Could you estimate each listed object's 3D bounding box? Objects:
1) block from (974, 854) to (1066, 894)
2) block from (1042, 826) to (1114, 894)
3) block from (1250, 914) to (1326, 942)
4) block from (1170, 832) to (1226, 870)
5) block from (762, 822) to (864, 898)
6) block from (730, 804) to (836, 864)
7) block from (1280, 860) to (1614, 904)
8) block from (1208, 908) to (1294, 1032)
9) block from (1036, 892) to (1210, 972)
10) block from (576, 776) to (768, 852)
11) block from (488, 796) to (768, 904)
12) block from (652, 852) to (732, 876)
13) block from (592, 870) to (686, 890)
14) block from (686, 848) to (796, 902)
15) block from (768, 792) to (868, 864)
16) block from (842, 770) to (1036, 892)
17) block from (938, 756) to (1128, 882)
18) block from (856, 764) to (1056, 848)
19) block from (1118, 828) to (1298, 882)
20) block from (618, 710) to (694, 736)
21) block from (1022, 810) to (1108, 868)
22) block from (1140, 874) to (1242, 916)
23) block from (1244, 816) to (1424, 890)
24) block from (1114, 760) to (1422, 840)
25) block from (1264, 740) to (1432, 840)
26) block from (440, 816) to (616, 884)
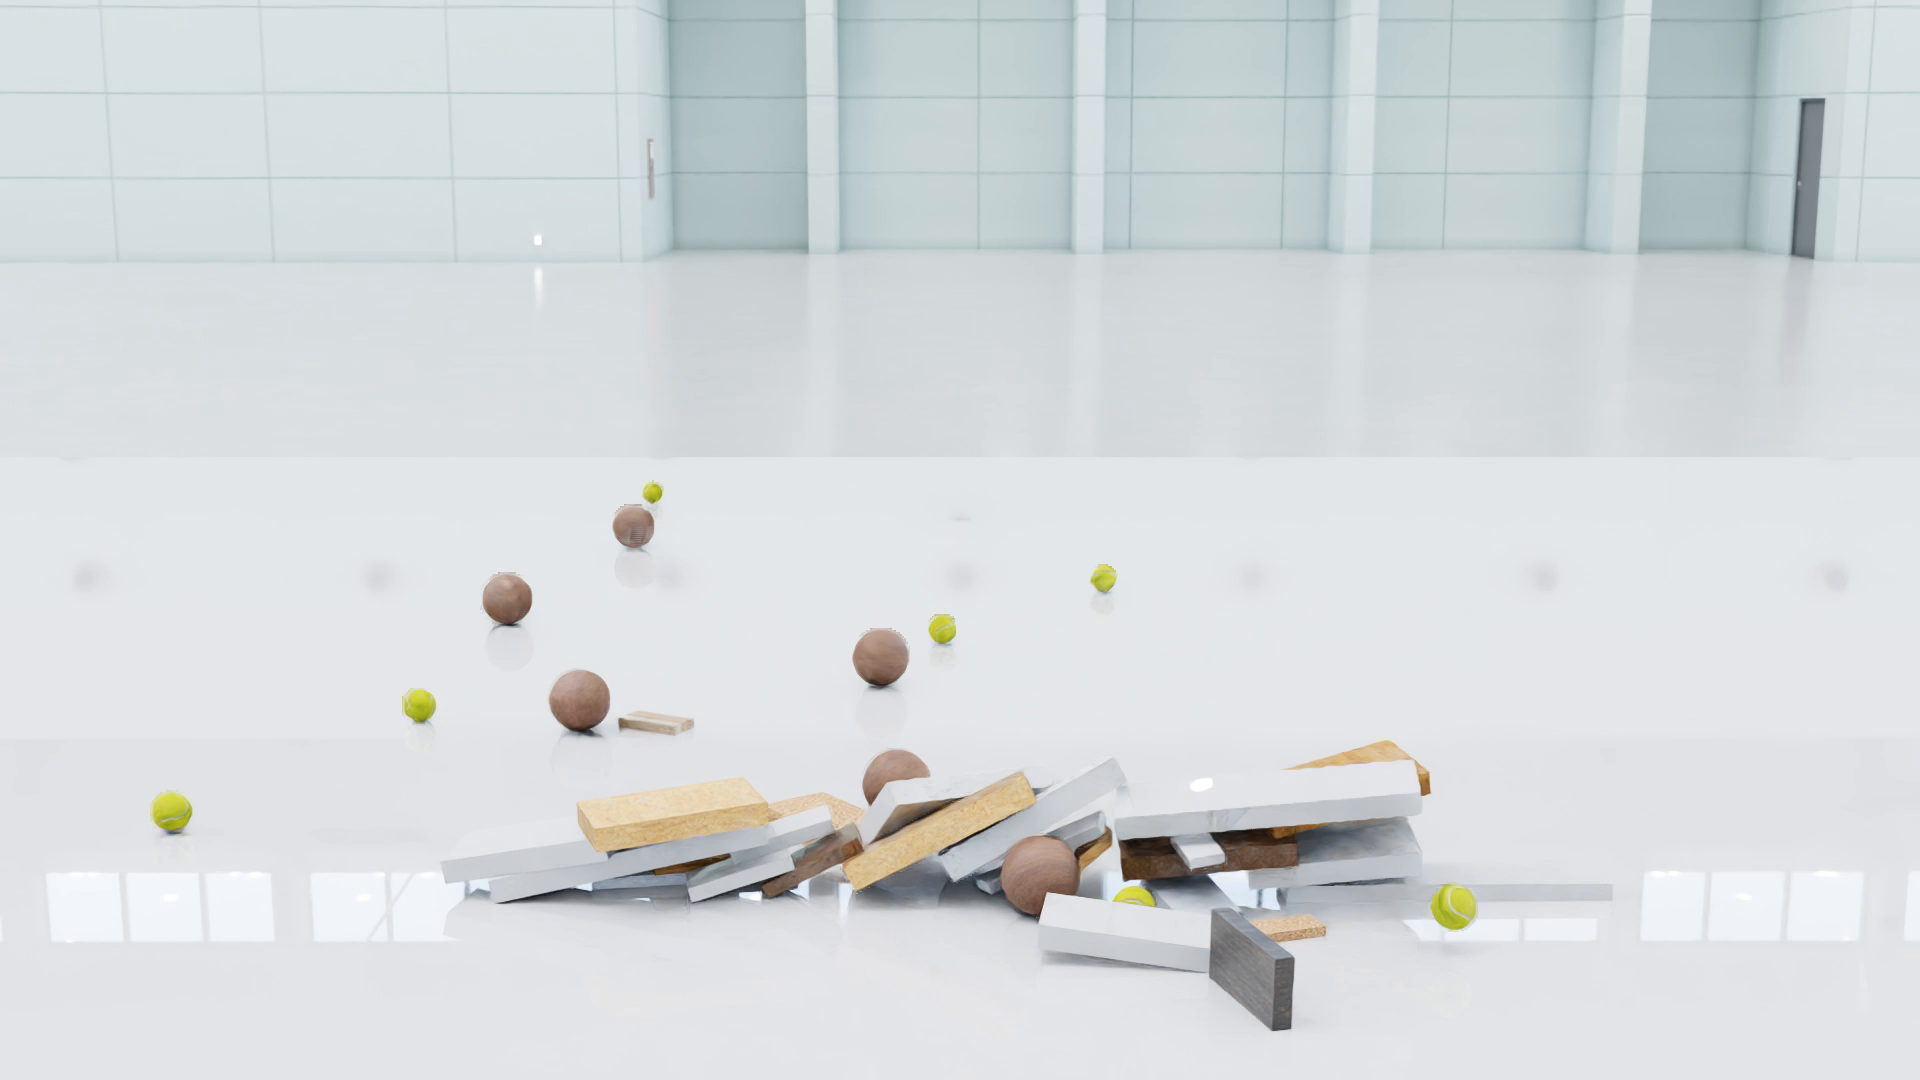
[{"bbox_3d":[0.101,0.552,3.681,0.140,0.020,0.070,-21,6,-17],"label":"block"},{"bbox_3d":[0.195,0.535,3.663,0.140,0.020,0.070,-42,4,12],"label":"block"},{"bbox_3d":[0.514,0.616,3.482,0.117,0.017,0.059,-4,11,-19],"label":"block"},{"bbox_3d":[0.383,0.498,3.547,0.059,0.017,0.117,-10,13,-7],"label":"block"},{"bbox_3d":[-0.248,0.536,3.685,0.177,0.025,0.089,-27,12,-1],"label":"block"},{"bbox_3d":[-0.303,0.497,3.717,0.177,0.025,0.089,-17,11,-5],"label":"block"},{"bbox_3d":[0.808,0.571,3.679,0.540,0.030,0.107,0,12,-1],"label":"block"},{"bbox_3d":[0.423,0.622,3.202,0.030,0.107,0.214,-2,11,-18],"label":"block"},{"bbox_3d":[0.260,0.606,3.398,0.271,0.038,0.135,7,13,6],"label":"block"},{"bbox_3d":[-0.474,0.451,3.625,0.286,0.041,0.143,-7,14,-21],"label":"block"},{"bbox_3d":[-0.552,0.519,3.696,0.461,0.041,0.143,-12,11,-3],"label":"block"},{"bbox_3d":[-0.456,0.544,3.751,0.144,0.020,0.072,-4,11,-18],"label":"block"},{"bbox_3d":[-0.453,0.565,3.749,0.346,0.020,0.072,-2,11,-9],"label":"block"},{"bbox_3d":[-0.367,0.552,3.669,0.177,0.025,0.089,-17,11,-6],"label":"block"},{"bbox_3d":[-0.229,0.516,3.961,0.135,0.038,0.271,-8,13,-36],"label":"block"},{"bbox_3d":[-0.033,0.481,3.659,0.330,0.047,0.165,-26,-2,-1],"label":"block"},{"bbox_3d":[0.119,0.465,3.685,0.330,0.047,0.165,-29,-4,-5],"label":"block"},{"bbox_3d":[-0.010,0.471,3.824,0.330,0.165,0.047,-2,51,-34],"label":"block"},{"bbox_3d":[0.407,0.502,3.640,0.285,0.040,0.143,-6,18,3],"label":"block"},{"bbox_3d":[-0.649,0.390,4.690,0.144,0.020,0.072,6,12,27],"label":"block"},{"bbox_3d":[0.175,0.496,3.651,0.140,0.020,0.070,-26,10,16],"label":"block"},{"bbox_3d":[0.375,0.588,3.594,0.107,0.030,0.214,-2,11,-12],"label":"block"},{"bbox_3d":[0.614,0.518,3.664,0.285,0.040,0.143,-5,21,1],"label":"block"},{"bbox_3d":[0.497,0.421,3.572,0.488,0.038,0.135,-6,16,8],"label":"block"},{"bbox_3d":[0.622,0.414,3.666,0.285,0.040,0.143,-14,21,-13],"label":"block"},{"bbox_3d":[-0.707,0.511,3.680,0.286,0.041,0.143,-9,11,10],"label":"block"}]
